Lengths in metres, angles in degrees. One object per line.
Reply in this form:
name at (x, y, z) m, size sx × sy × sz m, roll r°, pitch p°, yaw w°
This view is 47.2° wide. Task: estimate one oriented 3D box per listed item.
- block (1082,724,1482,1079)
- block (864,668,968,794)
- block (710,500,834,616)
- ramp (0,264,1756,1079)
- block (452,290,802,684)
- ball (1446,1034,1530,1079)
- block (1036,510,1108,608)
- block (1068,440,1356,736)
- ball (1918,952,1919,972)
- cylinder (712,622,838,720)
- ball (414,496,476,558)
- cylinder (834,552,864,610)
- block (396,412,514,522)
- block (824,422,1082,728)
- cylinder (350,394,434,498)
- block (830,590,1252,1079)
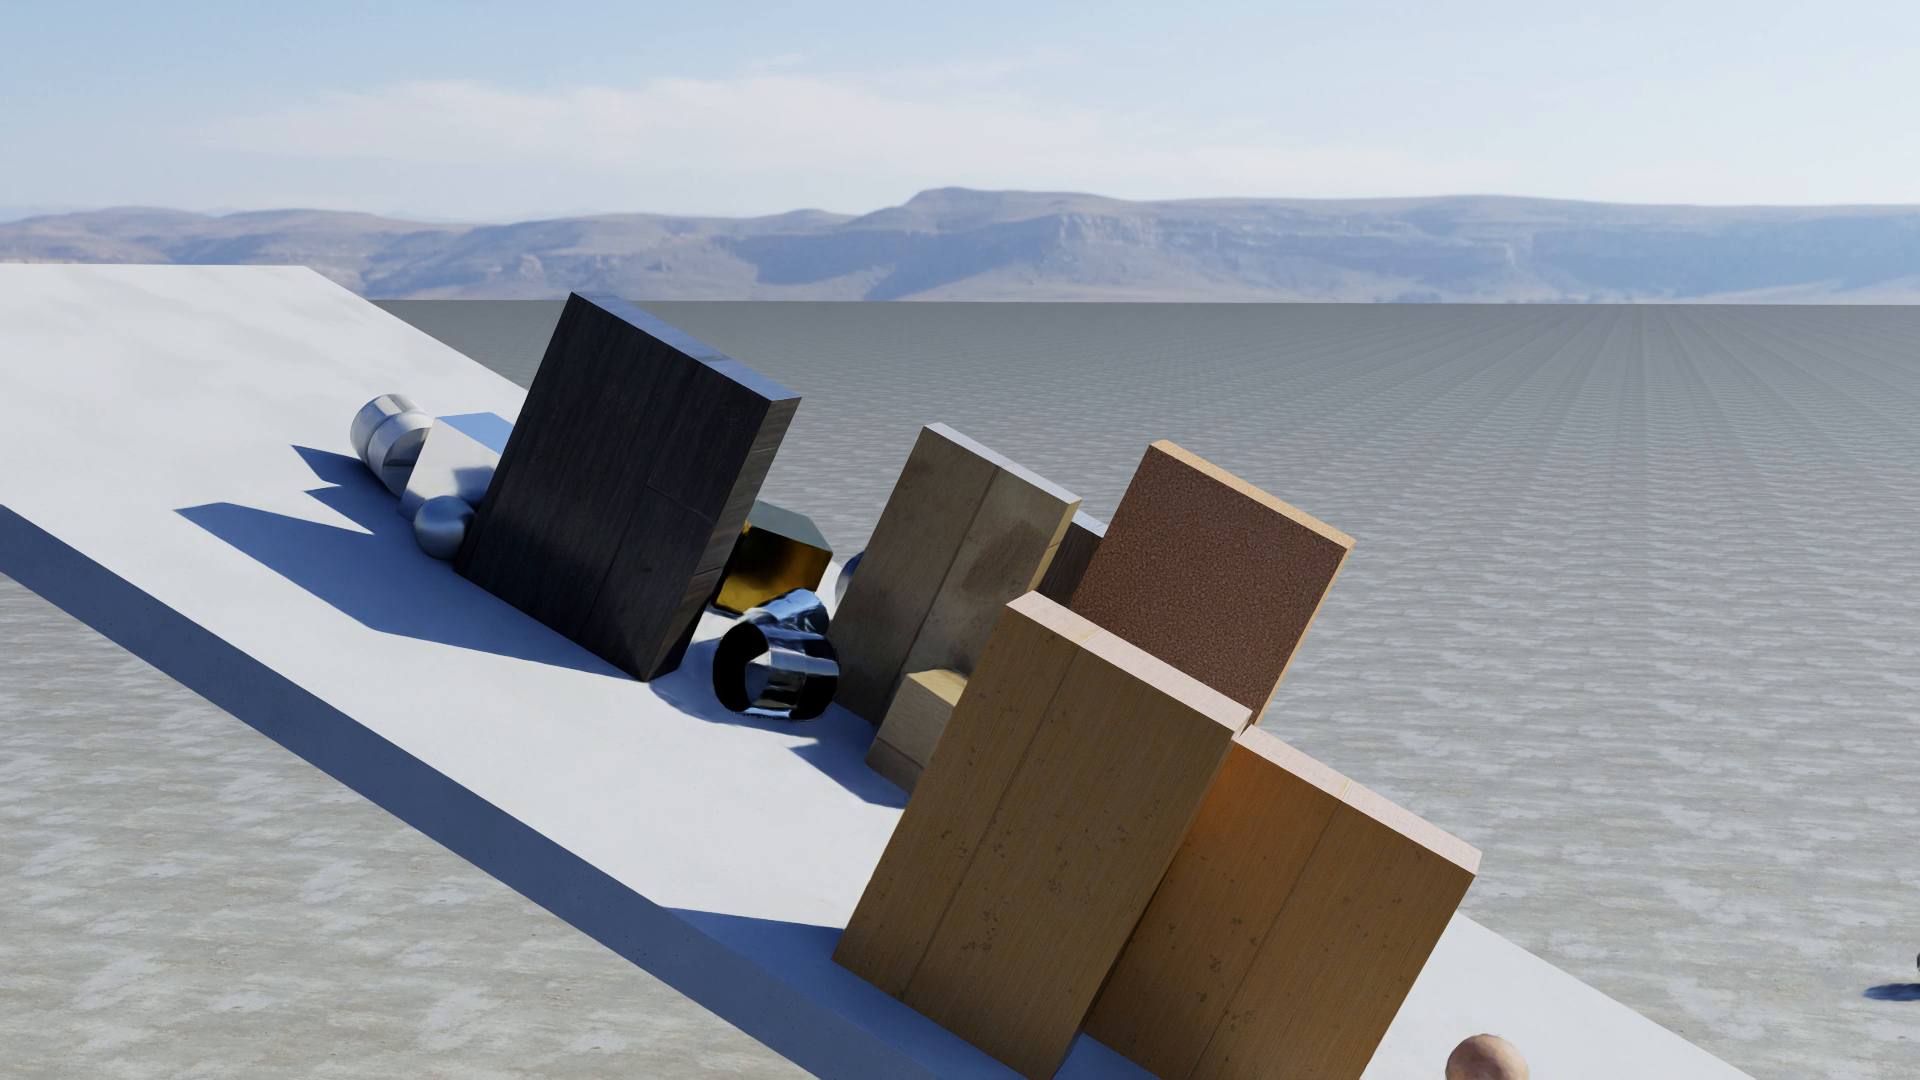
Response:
block at (0.492, 0.620, 3.384) m, size 0.398 × 0.529 × 0.136 m, roll 29°, pitch 14°, yaw 12°
block at (-0.022, 0.373, 4.096) m, size 0.189 × 0.189 × 0.189 m, roll 32°, pitch 15°, yaw 23°
block at (-0.413, 0.045, 4.600) m, size 0.192 × 0.192 × 0.192 m, roll 19°, pitch 15°, yaw -26°
ramp at (-0.245, 0.413, 4.160) m, size 4.000 × 0.100 × 2.000 m, roll 29°, pitch 14°, yaw 12°
block at (-0.607, -0.100, 3.992) m, size 0.425 × 0.570 × 0.145 m, roll 29°, pitch 14°, yaw 12°
ball at (0.914, 0.930, 3.813) m, size 0.142 × 0.142 × 0.142 m, roll 0°, pitch 7°, yaw 0°
block at (0.126, 0.126, 4.745) m, size 0.267 × 0.440 × 0.137 m, roll 29°, pitch 14°, yaw 12°
block at (0.440, 0.208, 4.473) m, size 0.440 × 0.692 × 0.147 m, roll 29°, pitch 14°, yaw 12°
ball at (2.556, 1.101, 5.714) m, size 0.126 × 0.126 × 0.126 m, roll 0°, pitch 7°, yaw 0°
cylinder at (-0.340, 0.243, 4.055) m, size 0.164 × 0.164 × 0.164 m, roll 12°, pitch -4°, yaw -44°
ball at (-0.949, -0.024, 4.057) m, size 0.117 × 0.117 × 0.117 m, roll 0°, pitch 7°, yaw 0°
cylinder at (-0.141, 0.137, 4.695) m, size 0.196 × 0.196 × 0.196 m, roll -3°, pitch 19°, yaw -25°
block at (-0.912, -0.104, 4.233) m, size 0.205 × 0.205 × 0.205 m, roll 29°, pitch 14°, yaw 13°
block at (-0.038, 0.101, 4.265) m, size 0.319 × 0.571 × 0.102 m, roll 29°, pitch 14°, yaw 12°
cylinder at (-1.091, -0.184, 4.312) m, size 0.156 × 0.156 × 0.156 m, roll -6°, pitch 31°, yaw -39°
block at (0.116, 0.435, 3.225) m, size 0.368 × 0.608 × 0.149 m, roll 29°, pitch 14°, yaw 12°
